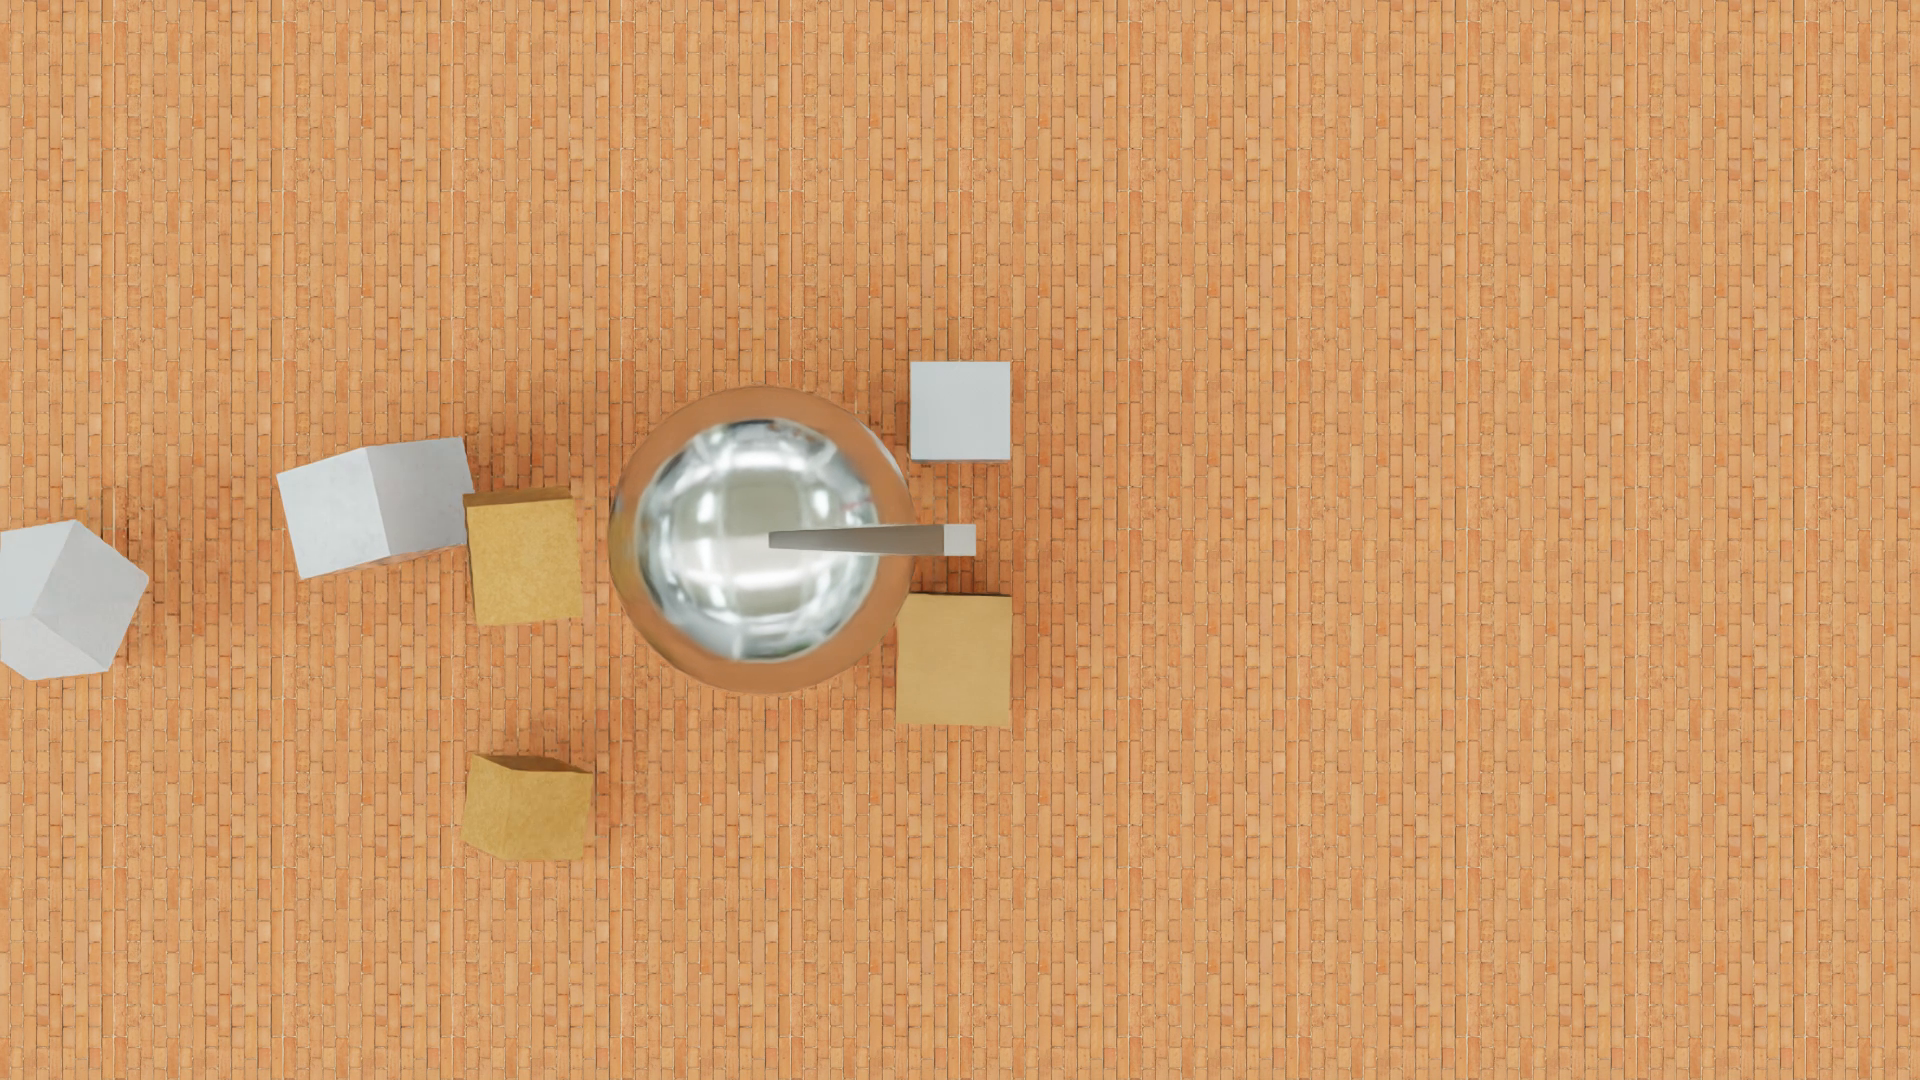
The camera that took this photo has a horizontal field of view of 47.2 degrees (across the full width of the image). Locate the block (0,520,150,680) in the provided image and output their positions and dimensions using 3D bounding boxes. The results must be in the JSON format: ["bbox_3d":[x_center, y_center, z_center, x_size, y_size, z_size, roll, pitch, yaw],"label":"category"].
[{"bbox_3d":[-5.146,0.346,12.473,0.639,0.594,0.634,-7,53,27],"label":"block"}]

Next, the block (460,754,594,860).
[{"bbox_3d":[-2.489,1.531,12.635,0.511,0.512,0.501,7,92,-39],"label":"block"}]

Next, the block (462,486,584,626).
[{"bbox_3d":[-2.363,0.077,11.873,0.558,0.602,0.635,-5,99,-14],"label":"block"}]

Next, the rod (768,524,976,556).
[{"bbox_3d":[-0.441,0.000,8.010,0.080,5.200,0.080,0,90,-10],"label":"rod"}]

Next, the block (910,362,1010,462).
[{"bbox_3d":[0.002,-0.730,12.699,0.559,0.602,0.550,0,90,0],"label":"block"}]

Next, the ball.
[{"bbox_3d":[-1.017,0.000,11.361,1.600,1.600,1.600,0,90,0],"label":"ball"}]

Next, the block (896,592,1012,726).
[{"bbox_3d":[-0.033,0.674,12.672,0.632,0.656,0.727,2,90,0],"label":"block"}]

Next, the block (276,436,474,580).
[{"bbox_3d":[-3.283,-0.186,12.492,0.727,0.746,0.609,-13,90,32],"label":"block"}]
